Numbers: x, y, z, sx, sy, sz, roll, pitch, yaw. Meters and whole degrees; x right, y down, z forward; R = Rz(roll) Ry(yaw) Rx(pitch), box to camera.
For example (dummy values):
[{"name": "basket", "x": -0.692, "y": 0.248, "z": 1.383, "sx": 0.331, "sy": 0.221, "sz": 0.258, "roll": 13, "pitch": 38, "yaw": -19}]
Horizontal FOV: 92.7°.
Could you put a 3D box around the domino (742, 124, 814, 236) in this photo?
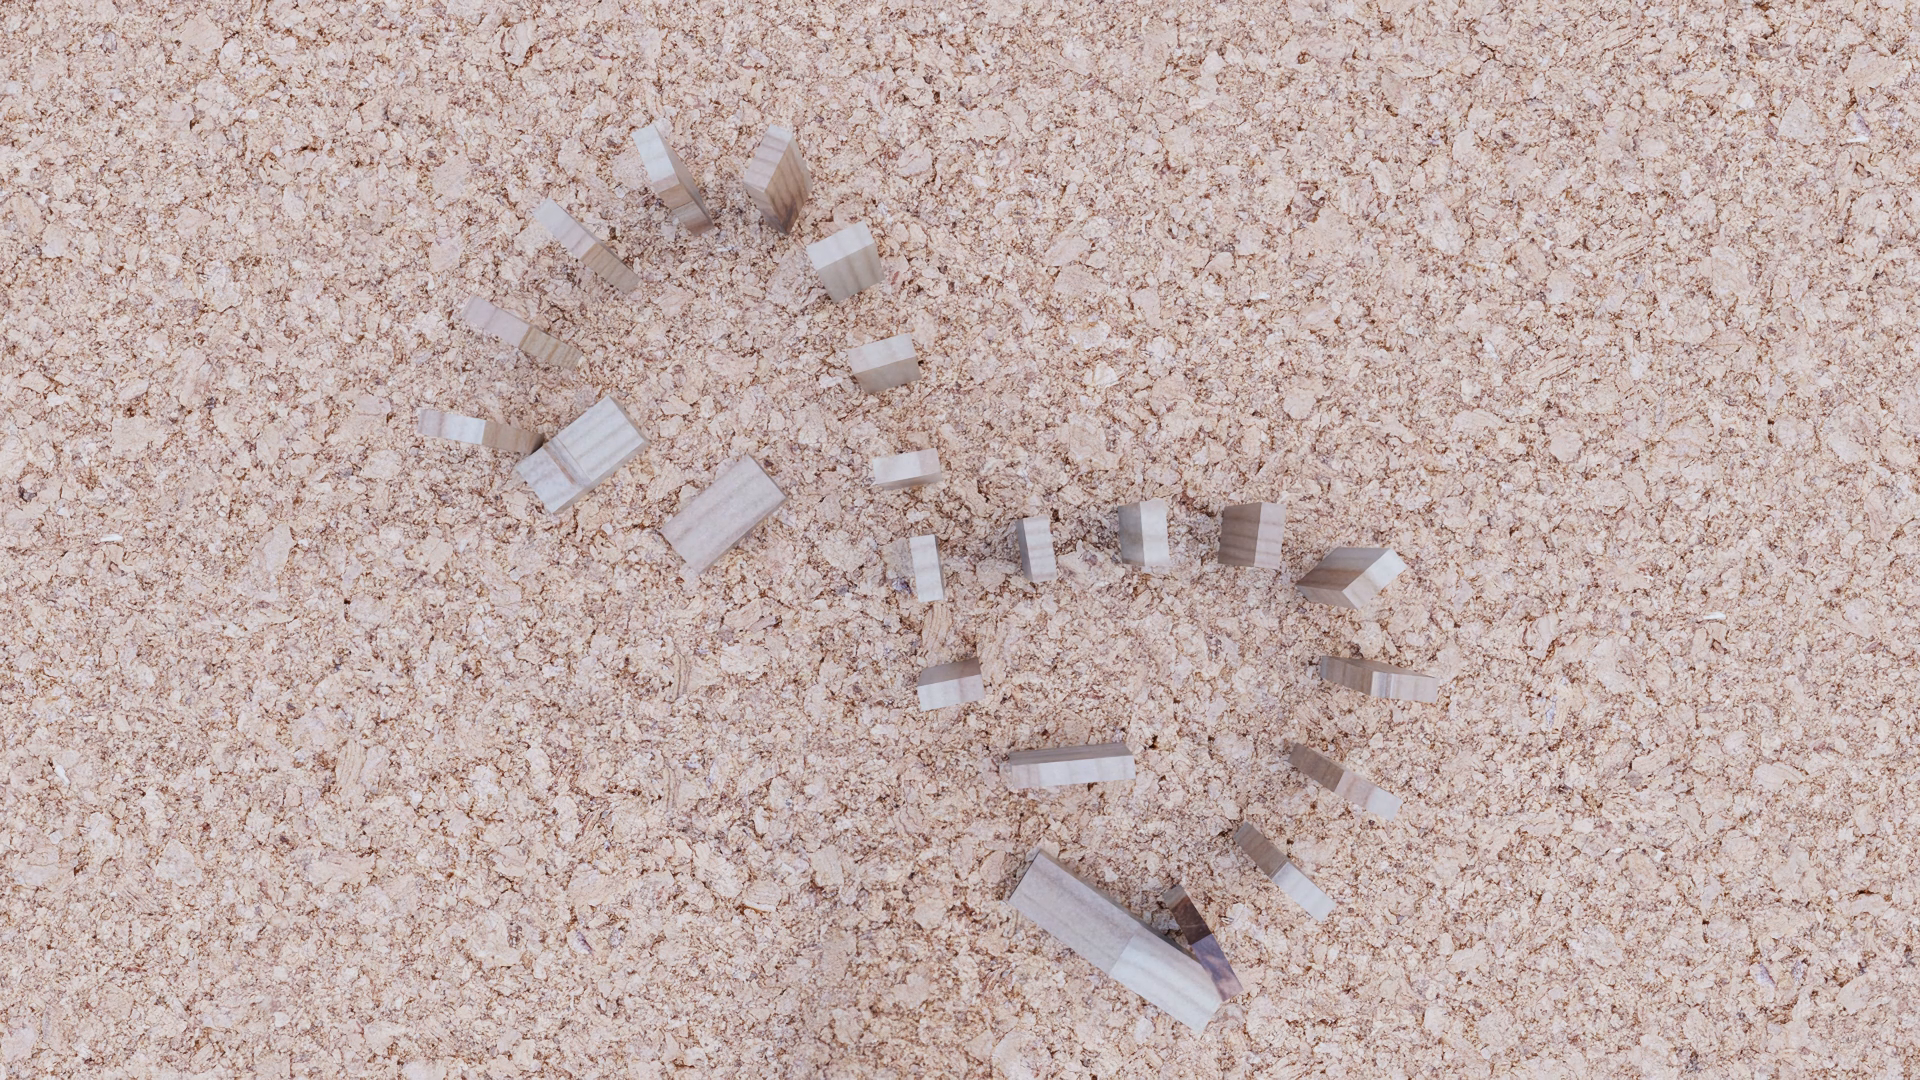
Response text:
[{"name": "domino", "x": -0.074, "y": -0.146, "z": 0.375, "sx": 0.010, "sy": 0.050, "sz": 0.025, "roll": 27, "pitch": 90, "yaw": 0}]

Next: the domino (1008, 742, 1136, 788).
[{"name": "domino", "x": 0.047, "y": 0.095, "z": 0.388, "sx": 0.050, "sy": 0.025, "sz": 0.010, "roll": -5, "pitch": 90, "yaw": 0}]

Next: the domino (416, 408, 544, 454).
[{"name": "domino", "x": -0.194, "y": -0.043, "z": 0.375, "sx": 0.025, "sy": 0.050, "sz": 0.010, "roll": 10, "pitch": 90, "yaw": 0}]

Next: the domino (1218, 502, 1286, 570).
[{"name": "domino", "x": 0.119, "y": -0.002, "z": 0.375, "sx": 0.010, "sy": 0.050, "sz": 0.025, "roll": 7, "pitch": 90, "yaw": 0}]

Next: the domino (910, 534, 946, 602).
[{"name": "domino", "x": -0.013, "y": 0.011, "z": 0.375, "sx": 0.009, "sy": 0.050, "sz": 0.025, "roll": -8, "pitch": 90, "yaw": 0}]

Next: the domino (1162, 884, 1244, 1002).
[{"name": "domino", "x": 0.098, "y": 0.163, "z": 0.375, "sx": 0.010, "sy": 0.050, "sz": 0.025, "roll": -29, "pitch": 90, "yaw": 0}]

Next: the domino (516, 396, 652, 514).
[{"name": "domino", "x": -0.162, "y": -0.037, "z": 0.395, "sx": 0.050, "sy": 0.009, "sz": 0.025, "roll": -38, "pitch": 90, "yaw": 0}]

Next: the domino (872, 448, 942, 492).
[{"name": "domino", "x": -0.020, "y": -0.028, "z": 0.375, "sx": 0.025, "sy": 0.050, "sz": 0.009, "roll": -11, "pitch": 90, "yaw": 0}]

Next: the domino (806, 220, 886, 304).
[{"name": "domino", "x": -0.046, "y": -0.113, "z": 0.375, "sx": 0.025, "sy": 0.050, "sz": 0.009, "roll": -26, "pitch": 90, "yaw": 0}]

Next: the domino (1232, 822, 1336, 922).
[{"name": "domino", "x": 0.131, "y": 0.135, "z": 0.375, "sx": 0.025, "sy": 0.050, "sz": 0.010, "roll": 41, "pitch": 90, "yaw": 0}]

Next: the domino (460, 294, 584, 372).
[{"name": "domino", "x": -0.178, "y": -0.084, "z": 0.375, "sx": 0.025, "sy": 0.050, "sz": 0.009, "roll": 30, "pitch": 90, "yaw": 0}]

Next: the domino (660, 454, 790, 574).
[{"name": "domino", "x": -0.101, "y": -0.011, "z": 0.395, "sx": 0.050, "sy": 0.009, "sz": 0.025, "roll": -41, "pitch": 90, "yaw": 0}]

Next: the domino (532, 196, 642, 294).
[{"name": "domino", "x": -0.151, "y": -0.119, "z": 0.375, "sx": 0.025, "sy": 0.050, "sz": 0.009, "roll": 44, "pitch": 90, "yaw": 0}]

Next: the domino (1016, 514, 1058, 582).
[{"name": "domino", "x": 0.031, "y": 0.003, "z": 0.375, "sx": 0.009, "sy": 0.050, "sz": 0.025, "roll": -10, "pitch": 90, "yaw": 0}]

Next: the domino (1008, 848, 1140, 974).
[{"name": "domino", "x": 0.048, "y": 0.158, "z": 0.391, "sx": 0.050, "sy": 0.010, "sz": 0.025, "roll": 32, "pitch": 90, "yaw": 11}]

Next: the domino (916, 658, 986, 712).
[{"name": "domino", "x": -0.003, "y": 0.058, "z": 0.375, "sx": 0.025, "sy": 0.050, "sz": 0.009, "roll": -11, "pitch": 90, "yaw": 0}]

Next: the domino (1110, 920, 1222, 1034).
[{"name": "domino", "x": 0.088, "y": 0.187, "z": 0.395, "sx": 0.050, "sy": 0.010, "sz": 0.025, "roll": 33, "pitch": 90, "yaw": 0}]

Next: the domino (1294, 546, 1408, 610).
[{"name": "domino", "x": 0.159, "y": 0.015, "z": 0.375, "sx": 0.025, "sy": 0.050, "sz": 0.010, "roll": -42, "pitch": 90, "yaw": 0}]

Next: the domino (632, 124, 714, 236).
[{"name": "domino", "x": -0.116, "y": -0.146, "z": 0.375, "sx": 0.009, "sy": 0.050, "sz": 0.025, "roll": -24, "pitch": 90, "yaw": 0}]

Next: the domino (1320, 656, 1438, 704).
[{"name": "domino", "x": 0.170, "y": 0.056, "z": 0.375, "sx": 0.025, "sy": 0.050, "sz": 0.009, "roll": 6, "pitch": 90, "yaw": 0}]

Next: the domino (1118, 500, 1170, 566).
[{"name": "domino", "x": 0.074, "y": -0.003, "z": 0.375, "sx": 0.010, "sy": 0.050, "sz": 0.025, "roll": -5, "pitch": 90, "yaw": 0}]

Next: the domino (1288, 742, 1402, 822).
[{"name": "domino", "x": 0.156, "y": 0.098, "z": 0.375, "sx": 0.025, "sy": 0.050, "sz": 0.009, "roll": 27, "pitch": 90, "yaw": 0}]

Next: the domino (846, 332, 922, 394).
[{"name": "domino", "x": -0.030, "y": -0.071, "z": 0.375, "sx": 0.025, "sy": 0.050, "sz": 0.009, "roll": -16, "pitch": 90, "yaw": 0}]
